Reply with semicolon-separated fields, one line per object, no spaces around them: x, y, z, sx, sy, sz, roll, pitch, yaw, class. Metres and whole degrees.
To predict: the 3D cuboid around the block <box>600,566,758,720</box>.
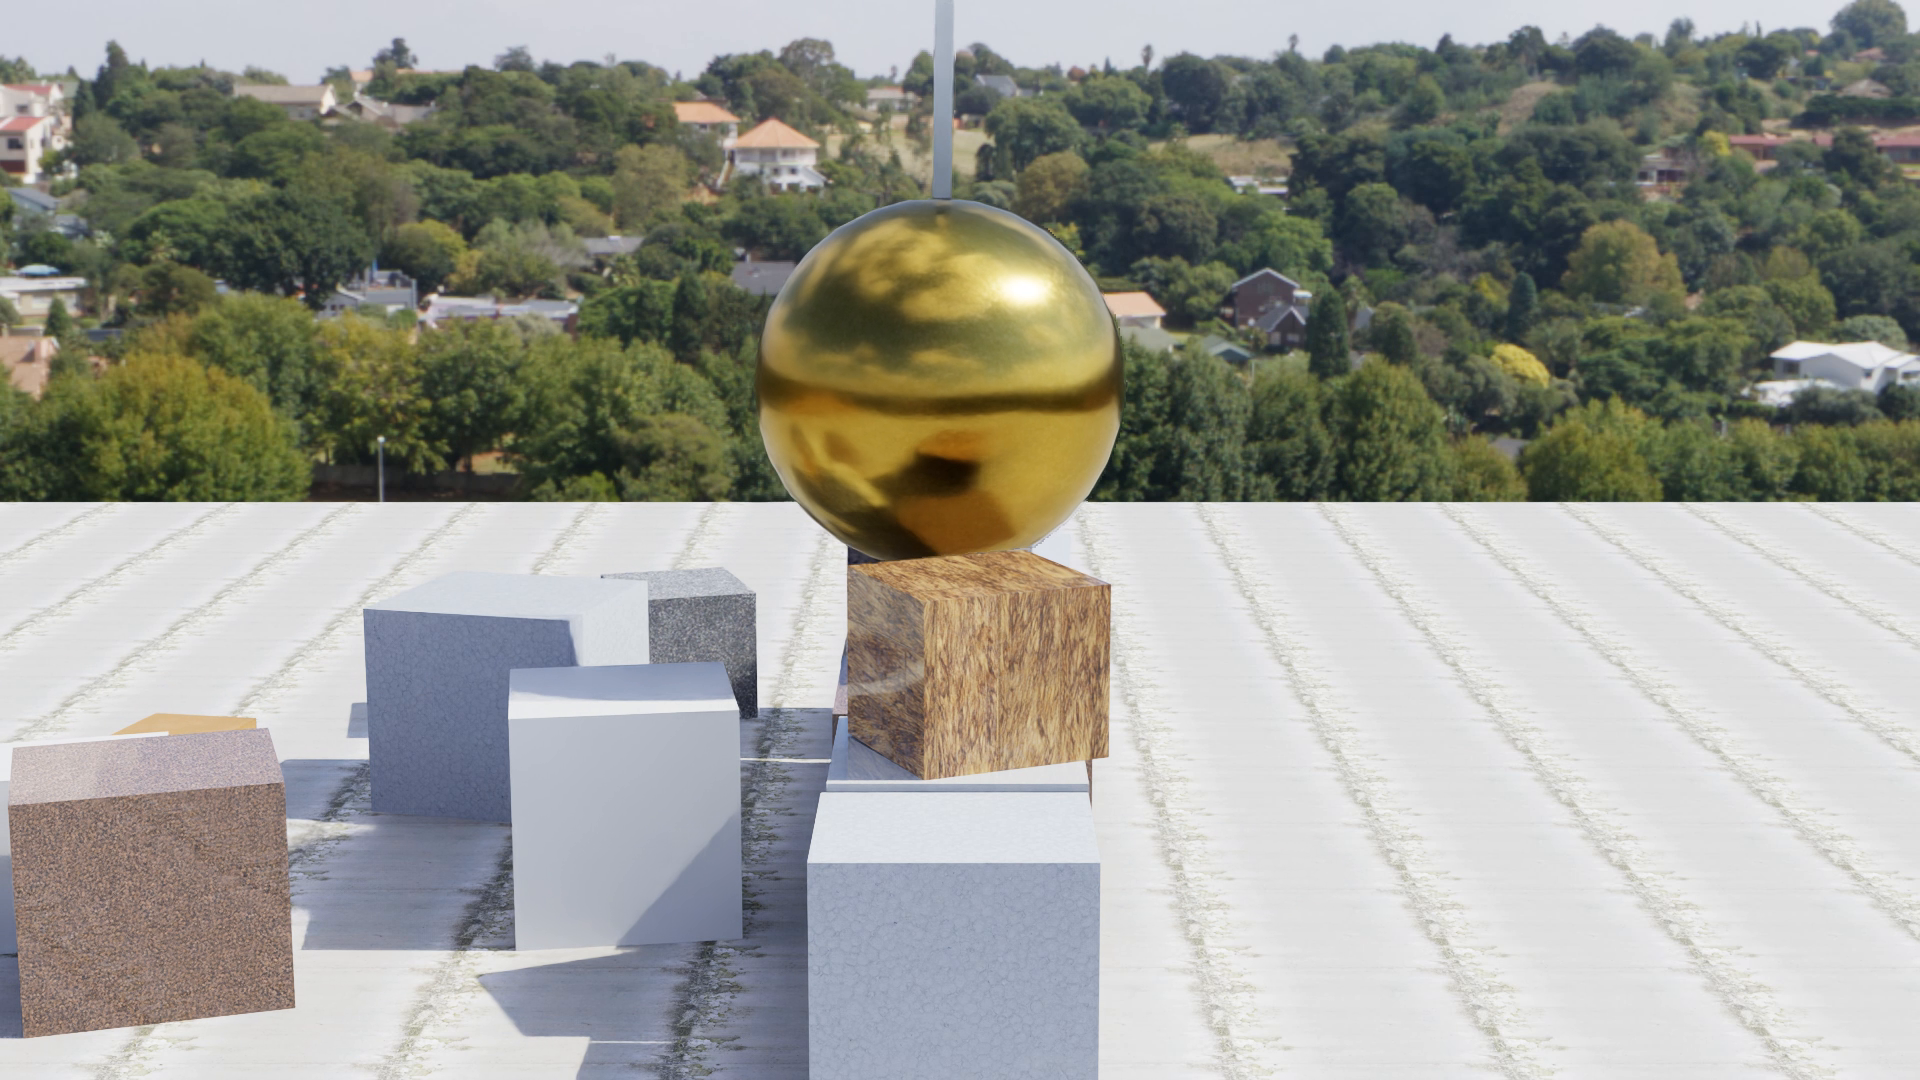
-1.578;0.588;14.365;0.711;0.703;0.796;-3;11;-18;block

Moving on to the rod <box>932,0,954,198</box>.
-0.038;-4.014;10.451;0.080;5.200;0.080;1;10;0;rod

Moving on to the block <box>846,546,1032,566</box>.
-0.089;0.104;12.642;0.779;0.665;0.779;2;10;10;block

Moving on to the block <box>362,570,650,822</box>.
-2.202;0.757;12.614;1.055;0.999;0.981;3;11;15;block

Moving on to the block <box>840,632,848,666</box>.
-0.002;0.917;11.816;1.037;0.968;1.010;0;10;0;block

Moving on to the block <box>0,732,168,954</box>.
-3.666;1.250;10.681;0.749;0.720;0.619;-3;11;-17;block

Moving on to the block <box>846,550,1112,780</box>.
0.062;0.455;9.697;0.757;0.661;0.724;-5;12;-24;block

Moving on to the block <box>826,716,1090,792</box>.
-0.008;1.274;9.811;0.946;0.984;0.985;0;10;0;block

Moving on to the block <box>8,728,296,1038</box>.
-3.129;1.299;9.931;0.974;0.890;0.861;-3;11;-19;block

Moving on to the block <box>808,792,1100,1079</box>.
-0.020;1.453;8.910;0.963;0.954;0.834;0;10;0;block

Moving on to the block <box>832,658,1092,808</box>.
0.008;1.089;10.808;1.038;0.990;1.016;0;10;0;block

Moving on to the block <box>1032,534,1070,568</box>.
0.023;0.552;13.745;1.126;0.997;1.083;0;10;3;block

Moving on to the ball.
-0.089;-0.669;11.059;1.600;1.600;1.600;0;10;0;ball

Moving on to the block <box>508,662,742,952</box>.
-1.418;1.099;10.813;0.920;0.970;0.883;-2;10;-9;block

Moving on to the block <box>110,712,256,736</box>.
-3.541;1.146;11.637;0.501;0.581;0.569;2;10;11;block
